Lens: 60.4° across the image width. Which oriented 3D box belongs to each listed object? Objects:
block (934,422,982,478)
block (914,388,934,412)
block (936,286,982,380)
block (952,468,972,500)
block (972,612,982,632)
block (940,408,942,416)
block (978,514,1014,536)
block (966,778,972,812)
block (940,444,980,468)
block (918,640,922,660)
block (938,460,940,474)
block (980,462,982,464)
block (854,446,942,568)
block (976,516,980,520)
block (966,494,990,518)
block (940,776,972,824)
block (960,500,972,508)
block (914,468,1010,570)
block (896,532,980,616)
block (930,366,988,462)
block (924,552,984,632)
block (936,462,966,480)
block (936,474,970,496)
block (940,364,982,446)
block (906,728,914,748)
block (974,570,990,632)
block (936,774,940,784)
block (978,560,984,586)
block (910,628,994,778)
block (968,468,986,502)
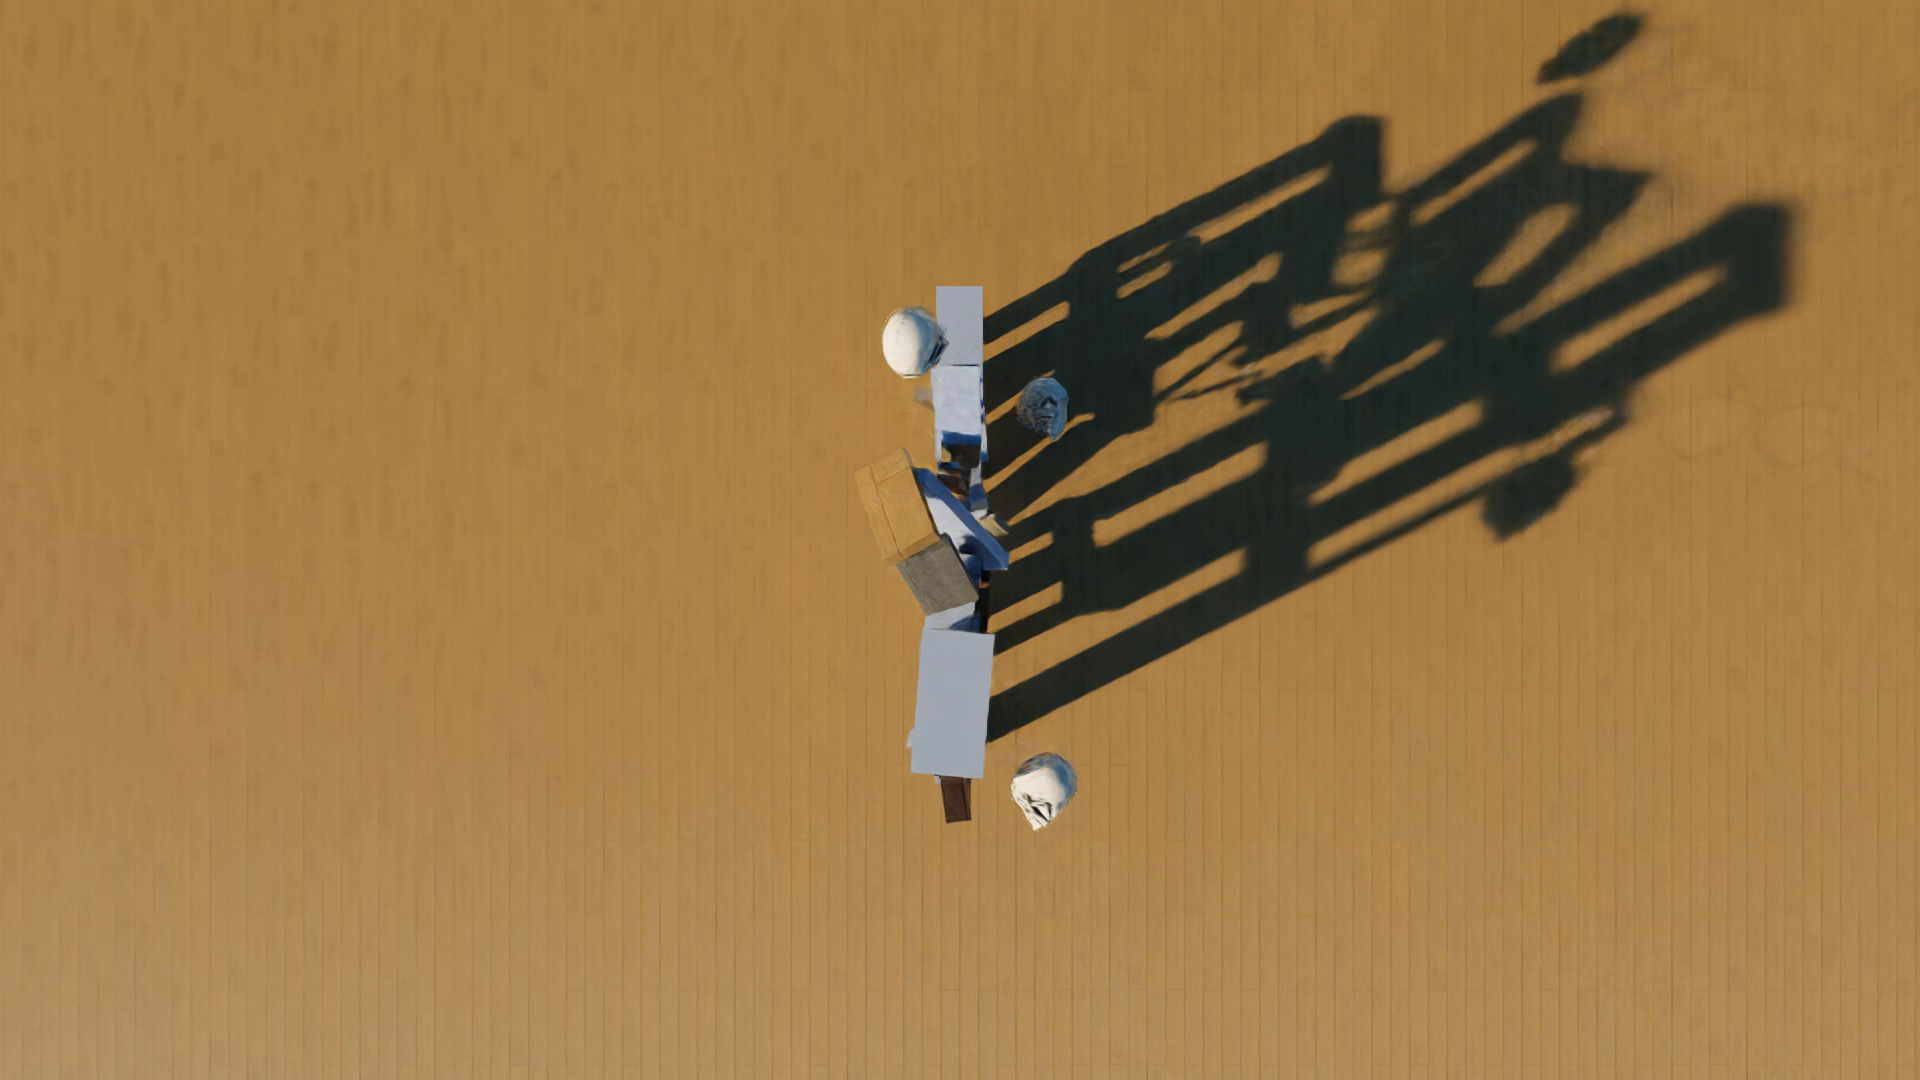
[{"bbox_3d":[-0.004,-0.235,5.208,0.140,0.040,0.281,-2,92,0],"label":"block"},{"bbox_3d":[-0.035,-0.430,5.132,0.147,0.293,0.042,3,87,13],"label":"block"},{"bbox_3d":[-0.001,-0.602,4.803,0.135,0.038,0.270,0,89,0],"label":"block"},{"bbox_3d":[-0.007,-0.199,4.727,0.081,0.023,0.162,7,101,-1],"label":"block"},{"bbox_3d":[-0.007,0.234,4.741,0.130,0.259,0.037,3,92,3],"label":"block"},{"bbox_3d":[-0.003,-0.408,4.582,0.107,0.243,0.030,3,68,0],"label":"block"},{"bbox_3d":[0.107,-0.045,4.992,0.069,0.139,0.020,42,76,-13],"label":"block"},{"bbox_3d":[-0.003,0.709,4.927,0.068,1.146,0.019,3,91,0],"label":"block"},{"bbox_3d":[0.002,-0.259,4.602,0.107,0.213,0.030,5,70,0],"label":"block"},{"bbox_3d":[-0.011,0.291,4.303,0.179,0.357,0.051,5,87,1],"label":"block"},{"bbox_3d":[-0.022,-0.183,4.825,0.081,0.162,0.023,1,122,-3],"label":"block"},{"bbox_3d":[-0.002,-0.259,5.363,0.140,0.281,0.040,-1,67,0],"label":"block"},{"bbox_3d":[-0.168,-0.089,4.355,0.154,0.044,0.309,-29,52,11],"label":"block"},{"bbox_3d":[-0.002,-0.079,5.366,0.140,0.281,0.040,-1,63,0],"label":"block"},{"bbox_3d":[0.052,-0.104,5.074,0.069,0.139,0.020,-11,110,8],"label":"block"},{"bbox_3d":[-0.012,0.673,4.341,0.068,0.019,0.136,-8,92,-1],"label":"block"},{"bbox_3d":[-0.026,-0.101,4.865,0.064,0.263,0.018,7,87,-11],"label":"block"},{"bbox_3d":[-0.040,-0.052,4.629,0.154,0.523,0.044,-1,62,29],"label":"block"},{"bbox_3d":[-0.062,0.095,4.429,0.154,0.309,0.044,-18,57,7],"label":"block"},{"bbox_3d":[-0.001,-0.373,4.884,0.147,0.042,0.293,-5,102,1],"label":"block"},{"bbox_3d":[-0.020,0.165,4.593,0.130,0.037,0.259,9,91,3],"label":"block"},{"bbox_3d":[-0.025,-0.193,4.649,0.064,0.128,0.018,4,78,8],"label":"block"},{"bbox_3d":[-0.019,-0.155,4.639,0.064,0.128,0.018,12,80,18],"label":"block"},{"bbox_3d":[0.002,-0.366,4.463,0.107,0.030,0.213,-2,102,1],"label":"block"},{"bbox_3d":[-0.044,0.543,4.306,0.179,0.357,0.051,17,82,2],"label":"block"},{"bbox_3d":[-0.001,0.229,4.897,0.169,0.048,0.338,3,90,1],"label":"block"},{"bbox_3d":[-0.032,0.629,4.417,0.068,0.136,0.019,-2,94,-1],"label":"block"},{"bbox_3d":[-0.001,0.089,4.742,0.130,0.259,0.037,5,80,1],"label":"block"},{"bbox_3d":[-0.018,0.404,4.098,0.179,0.051,0.357,5,90,1],"label":"block"},{"bbox_3d":[0.027,-0.183,4.953,0.069,0.020,0.139,-18,94,-4],"label":"block"}]
